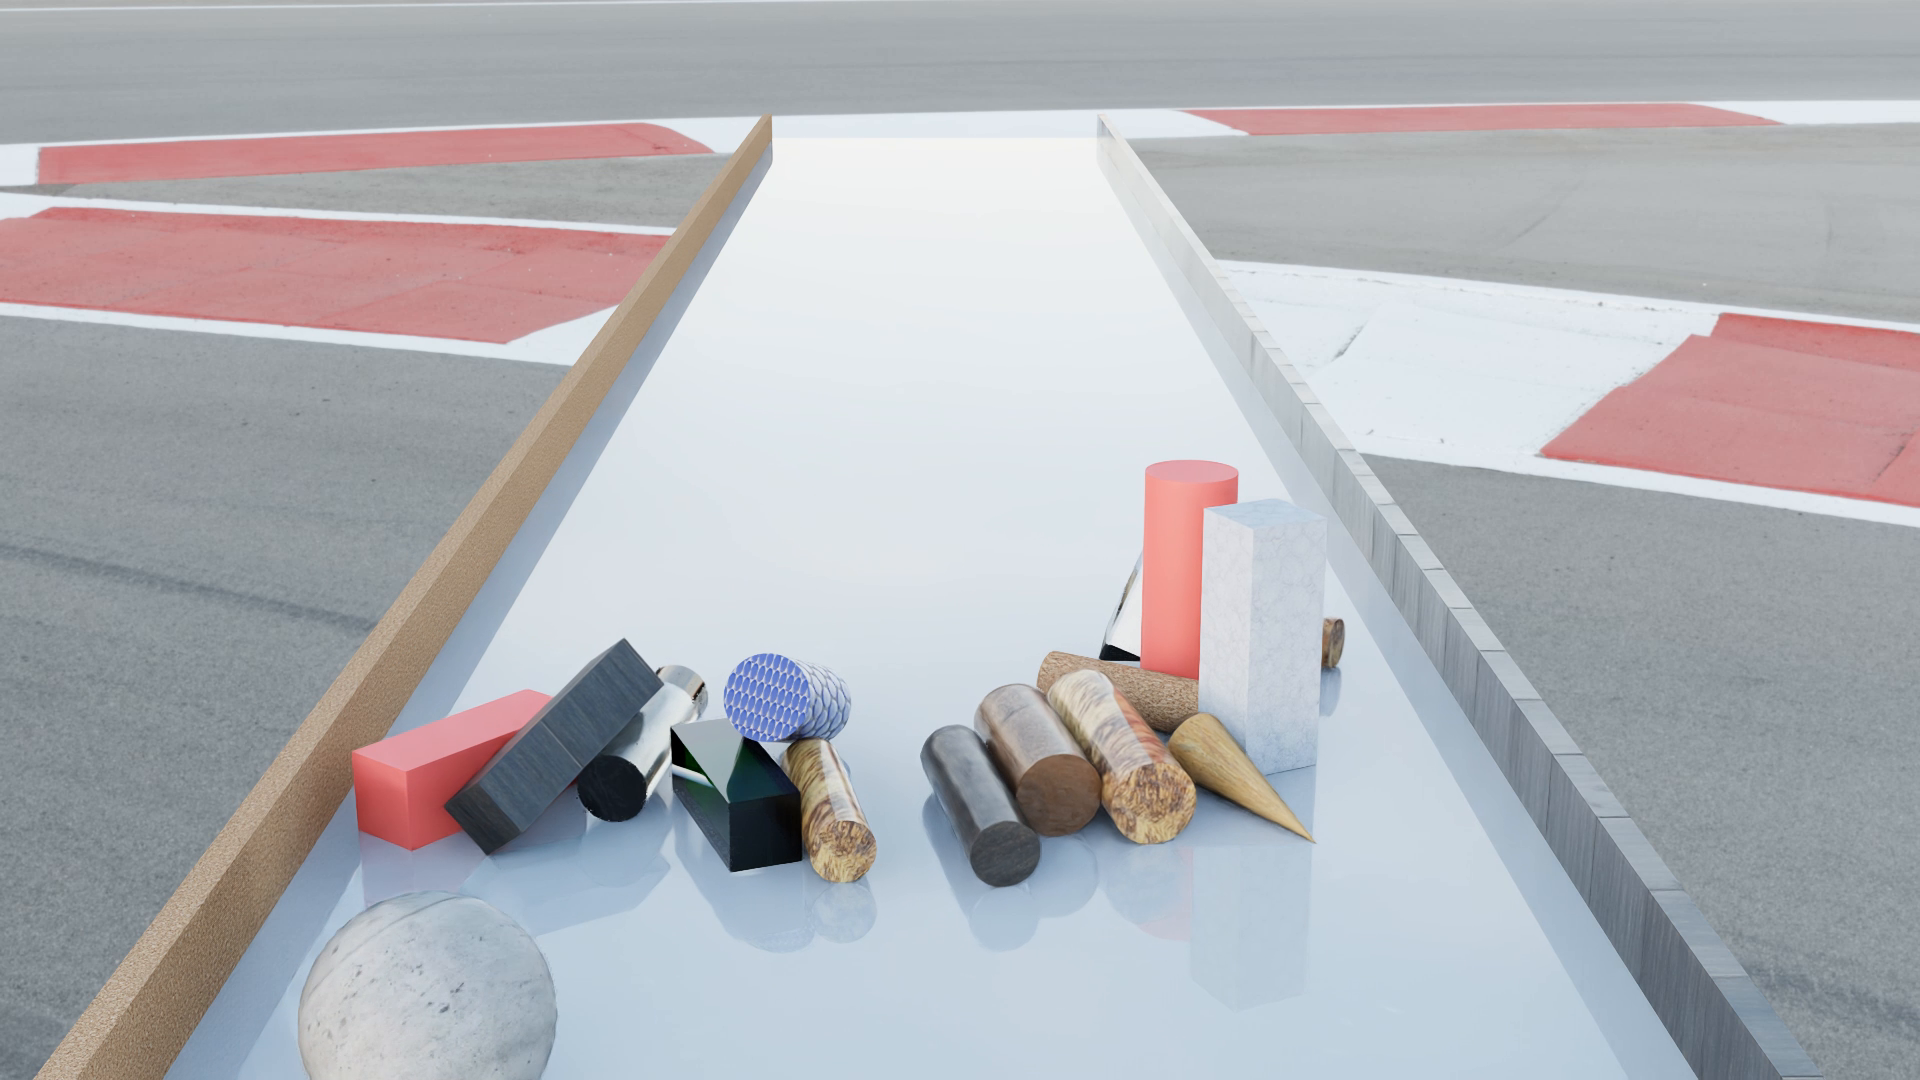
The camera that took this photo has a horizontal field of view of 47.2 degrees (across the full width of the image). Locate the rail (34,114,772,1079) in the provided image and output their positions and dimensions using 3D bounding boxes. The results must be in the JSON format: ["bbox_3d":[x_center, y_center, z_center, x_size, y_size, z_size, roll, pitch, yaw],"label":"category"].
[{"bbox_3d":[-1.118,-0.838,7.780,0.050,0.150,12.000,0,17,-1],"label":"rail"}]

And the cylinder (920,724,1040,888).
[{"bbox_3d":[0.029,0.428,3.593,0.112,0.112,0.414,-3,17,-11],"label":"cylinder"}]

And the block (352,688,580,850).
[{"bbox_3d":[-0.822,0.381,3.704,0.138,0.138,0.374,13,21,36],"label":"block"}]

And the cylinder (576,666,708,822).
[{"bbox_3d":[-0.549,0.349,3.844,0.119,0.119,0.442,2,17,7],"label":"cylinder"}]

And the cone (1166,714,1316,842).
[{"bbox_3d":[0.493,0.425,3.693,0.123,0.123,0.333,-10,30,-31],"label":"cone"}]

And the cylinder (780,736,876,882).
[{"bbox_3d":[-0.218,0.434,3.583,0.105,0.105,0.359,-3,17,-12],"label":"cylinder"}]

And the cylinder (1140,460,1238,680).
[{"bbox_3d":[0.427,0.091,4.120,0.172,0.456,0.172,0,16,0],"label":"cylinder"}]

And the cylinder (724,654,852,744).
[{"bbox_3d":[-0.294,0.279,3.808,0.147,0.147,0.363,2,-6,8],"label":"cylinder"}]

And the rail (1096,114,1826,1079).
[{"bbox_3d":[0.932,-0.844,7.801,0.050,0.150,12.000,0,17,-1],"label":"rail"}]

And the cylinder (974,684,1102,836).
[{"bbox_3d":[0.128,0.369,3.732,0.145,0.145,0.334,-3,17,-11],"label":"cylinder"}]

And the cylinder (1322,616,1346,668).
[{"bbox_3d":[0.580,0.179,4.448,0.380,0.100,0.100,9,19,28],"label":"cylinder"}]

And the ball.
[{"bbox_3d":[-0.653,0.588,2.704,0.311,0.311,0.311,0,17,0],"label":"ball"}]

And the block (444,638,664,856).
[{"bbox_3d":[-0.667,0.336,3.649,0.107,0.107,0.432,-33,11,39],"label":"block"}]

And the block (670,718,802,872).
[{"bbox_3d":[-0.373,0.414,3.627,0.118,0.118,0.357,-7,18,-21],"label":"block"}]

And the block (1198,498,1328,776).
[{"bbox_3d":[0.528,0.171,3.858,0.152,0.452,0.152,-8,18,-26],"label":"block"}]

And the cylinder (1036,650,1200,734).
[{"bbox_3d":[0.315,0.287,4.078,0.340,0.105,0.105,10,19,31],"label":"cylinder"}]

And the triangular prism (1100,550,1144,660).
[{"bbox_3d":[0.367,0.076,4.322,0.115,0.344,0.099,3,39,-25],"label":"triangular prism"}]

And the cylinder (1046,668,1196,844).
[{"bbox_3d":[0.268,0.362,3.761,0.142,0.142,0.455,-3,17,-11],"label":"cylinder"}]
